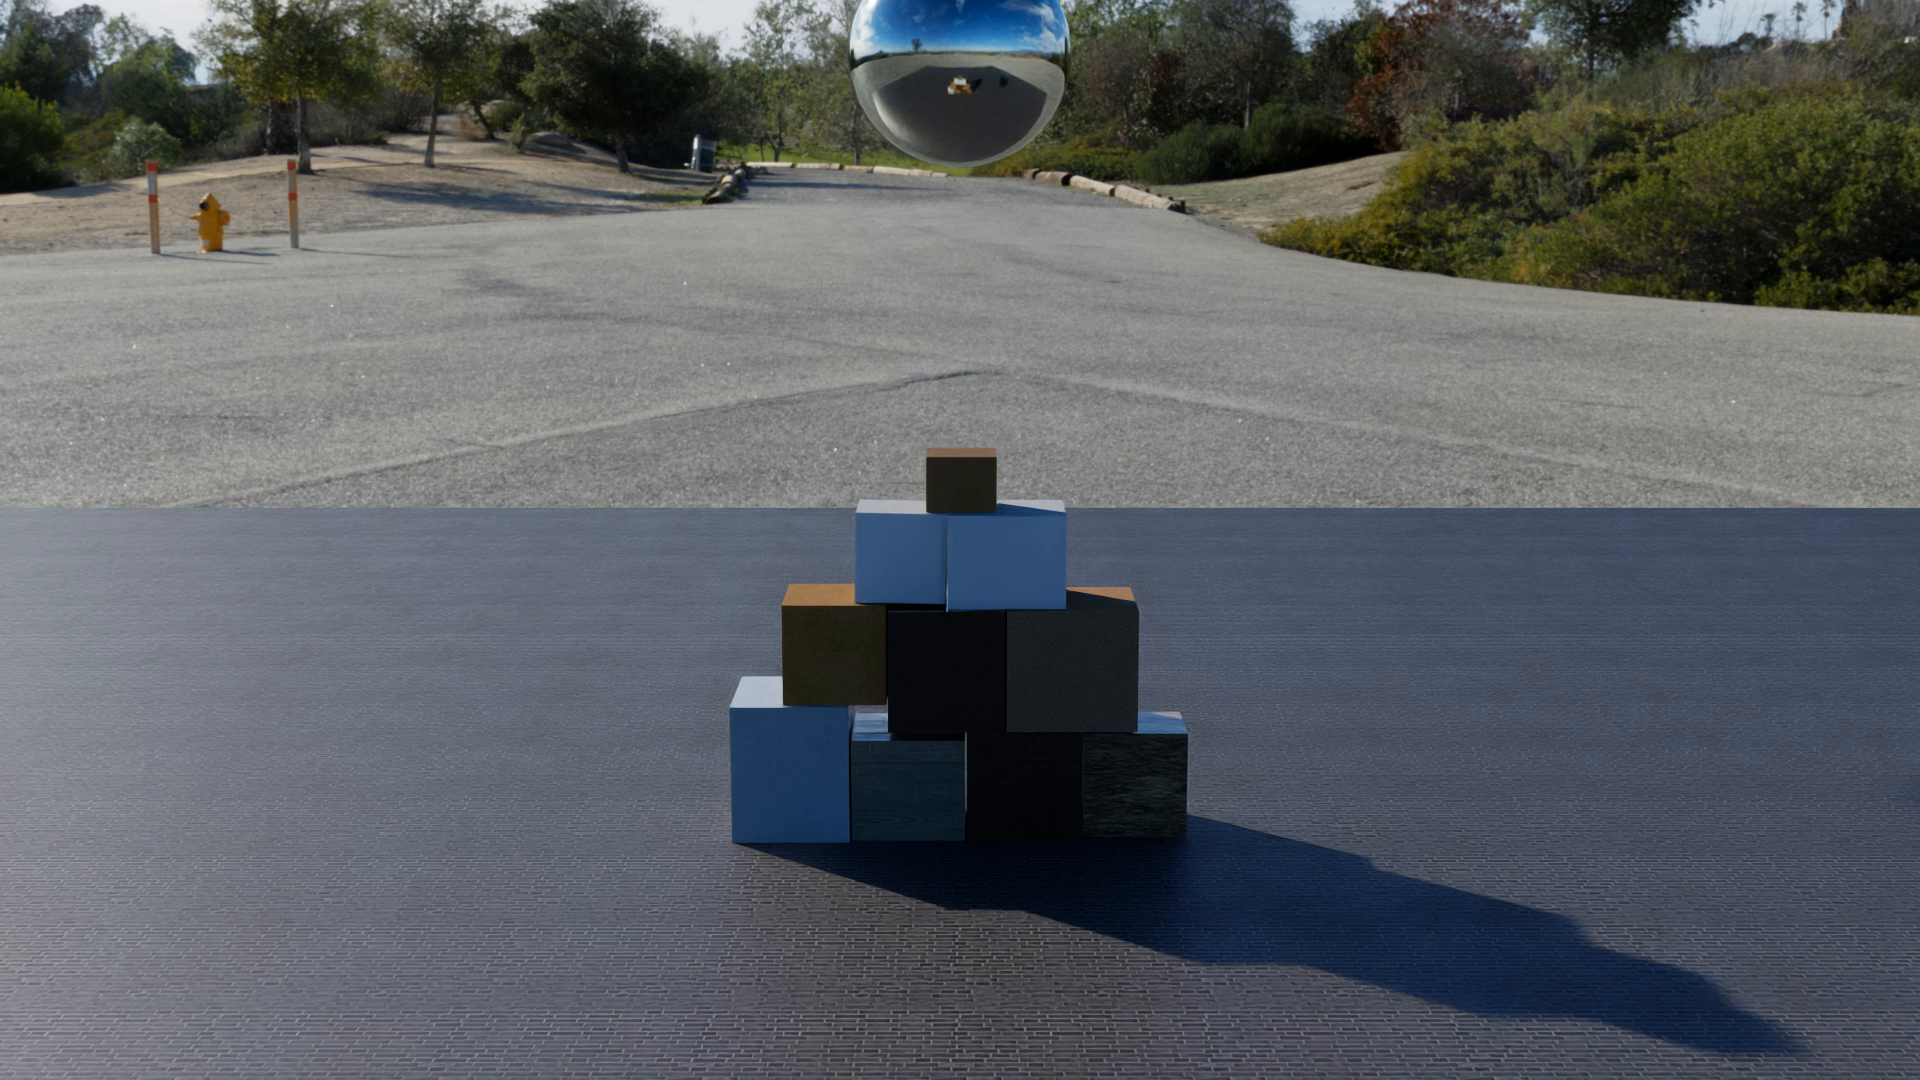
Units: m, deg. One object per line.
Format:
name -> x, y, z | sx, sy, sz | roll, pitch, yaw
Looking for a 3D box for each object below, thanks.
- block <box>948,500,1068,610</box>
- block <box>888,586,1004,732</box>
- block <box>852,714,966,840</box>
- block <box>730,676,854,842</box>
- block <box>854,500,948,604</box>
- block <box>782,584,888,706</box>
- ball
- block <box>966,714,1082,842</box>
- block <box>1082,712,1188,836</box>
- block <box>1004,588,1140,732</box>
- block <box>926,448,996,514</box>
block -> 0.235, 0.068, 11.182 | 0.590, 0.470, 0.509 | 0, 10, 0
block -> -0.069, 0.601, 11.294 | 0.583, 0.618, 0.666 | 0, 10, 0
block -> -0.262, 1.220, 11.392 | 0.574, 0.523, 0.543 | 0, 10, 0
block -> -0.857, 1.128, 11.393 | 0.596, 0.705, 0.650 | 0, 10, 0
block -> -0.294, 0.057, 11.186 | 0.459, 0.457, 0.413 | 1, 10, 0
block -> -0.630, 0.530, 11.280 | 0.520, 0.512, 0.548 | 0, 10, 0
ball -> 0.000, -3.484, 15.786 | 1.600, 1.600, 1.600 | 0, 10, 0
block -> 0.326, 1.190, 11.404 | 0.582, 0.579, 0.617 | 0, 10, 0
block -> 0.891, 1.209, 11.394 | 0.527, 0.545, 0.433 | 0, 10, 0
block -> 0.562, 0.605, 11.273 | 0.658, 0.617, 0.603 | 0, 10, 0
block -> 0.007, -0.303, 11.117 | 0.349, 0.283, 0.340 | 0, 10, 0
